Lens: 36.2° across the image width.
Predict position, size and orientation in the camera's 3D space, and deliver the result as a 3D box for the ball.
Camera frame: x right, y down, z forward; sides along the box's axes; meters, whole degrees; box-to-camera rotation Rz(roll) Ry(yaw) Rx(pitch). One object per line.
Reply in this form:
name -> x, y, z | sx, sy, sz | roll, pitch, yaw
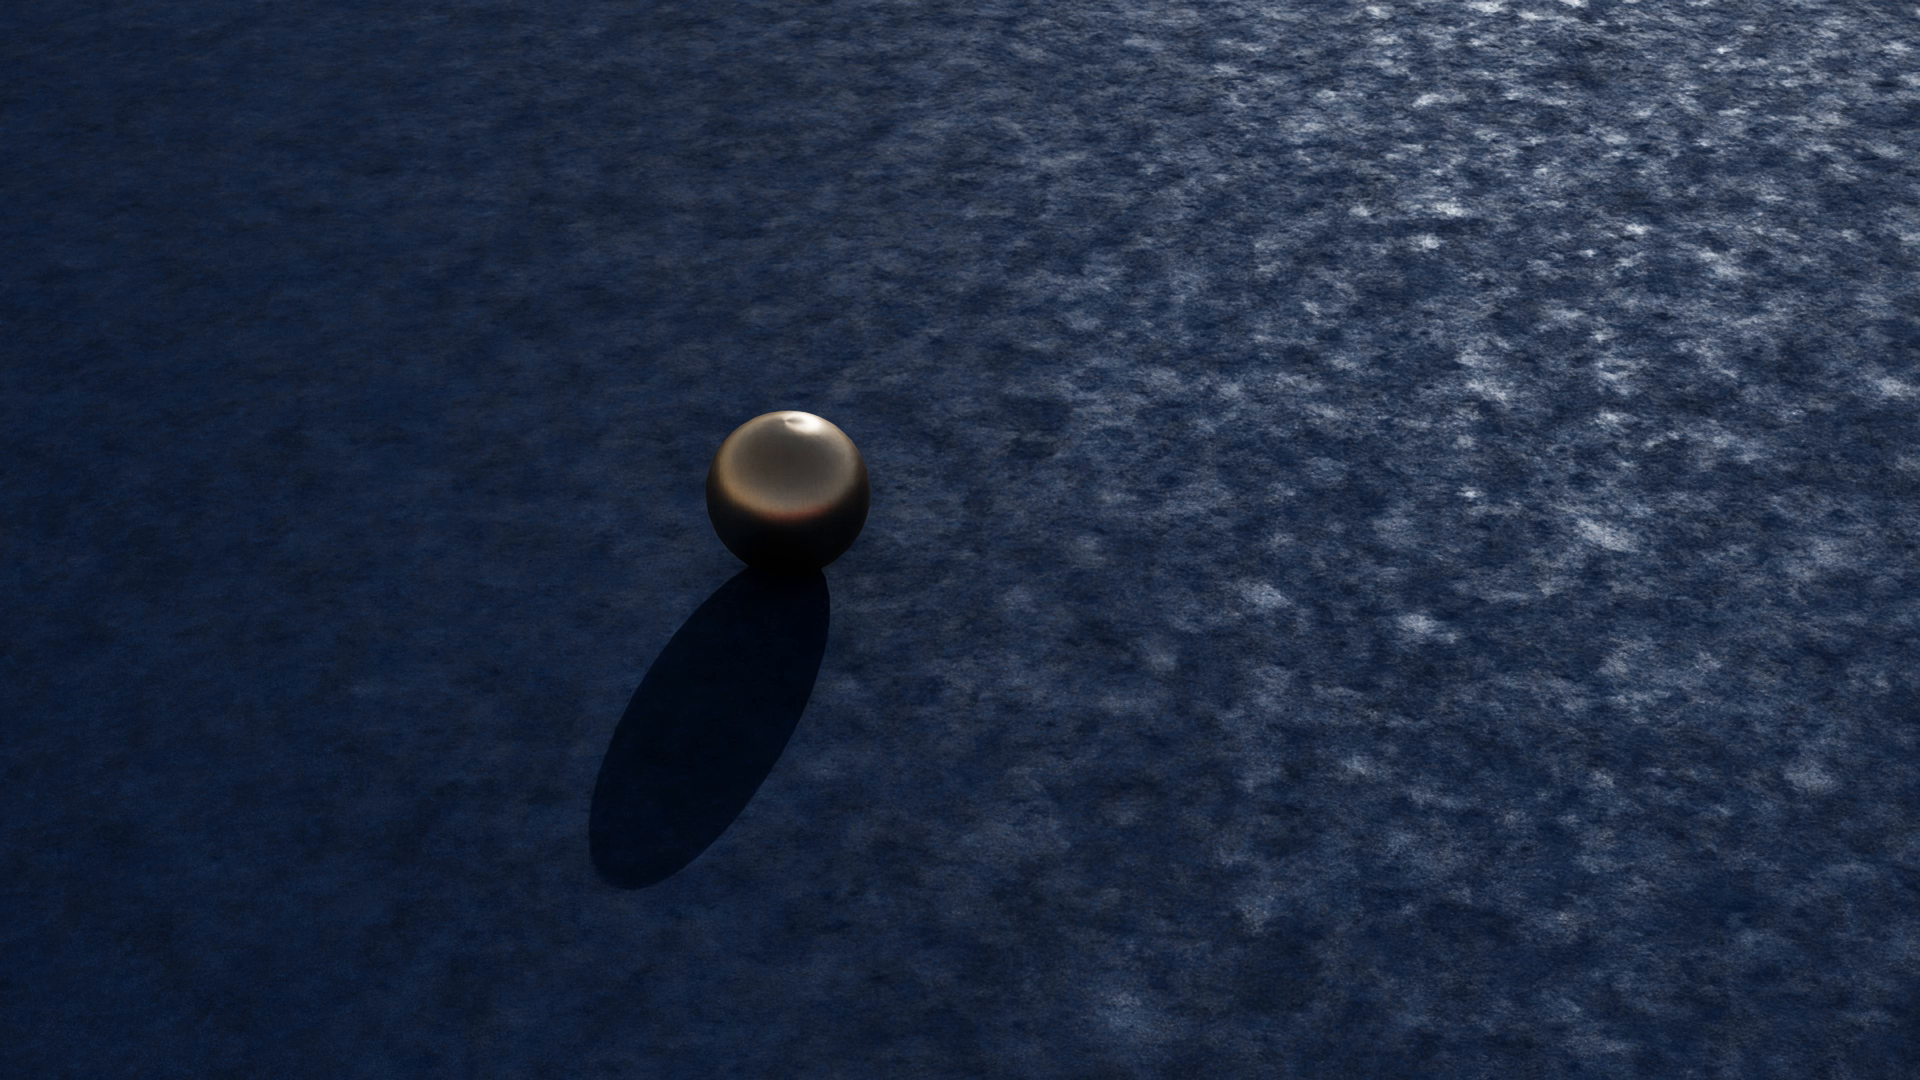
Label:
ball -> -0.096, -0.026, 1.646 | 0.092, 0.092, 0.092 | 0, 32, 0
